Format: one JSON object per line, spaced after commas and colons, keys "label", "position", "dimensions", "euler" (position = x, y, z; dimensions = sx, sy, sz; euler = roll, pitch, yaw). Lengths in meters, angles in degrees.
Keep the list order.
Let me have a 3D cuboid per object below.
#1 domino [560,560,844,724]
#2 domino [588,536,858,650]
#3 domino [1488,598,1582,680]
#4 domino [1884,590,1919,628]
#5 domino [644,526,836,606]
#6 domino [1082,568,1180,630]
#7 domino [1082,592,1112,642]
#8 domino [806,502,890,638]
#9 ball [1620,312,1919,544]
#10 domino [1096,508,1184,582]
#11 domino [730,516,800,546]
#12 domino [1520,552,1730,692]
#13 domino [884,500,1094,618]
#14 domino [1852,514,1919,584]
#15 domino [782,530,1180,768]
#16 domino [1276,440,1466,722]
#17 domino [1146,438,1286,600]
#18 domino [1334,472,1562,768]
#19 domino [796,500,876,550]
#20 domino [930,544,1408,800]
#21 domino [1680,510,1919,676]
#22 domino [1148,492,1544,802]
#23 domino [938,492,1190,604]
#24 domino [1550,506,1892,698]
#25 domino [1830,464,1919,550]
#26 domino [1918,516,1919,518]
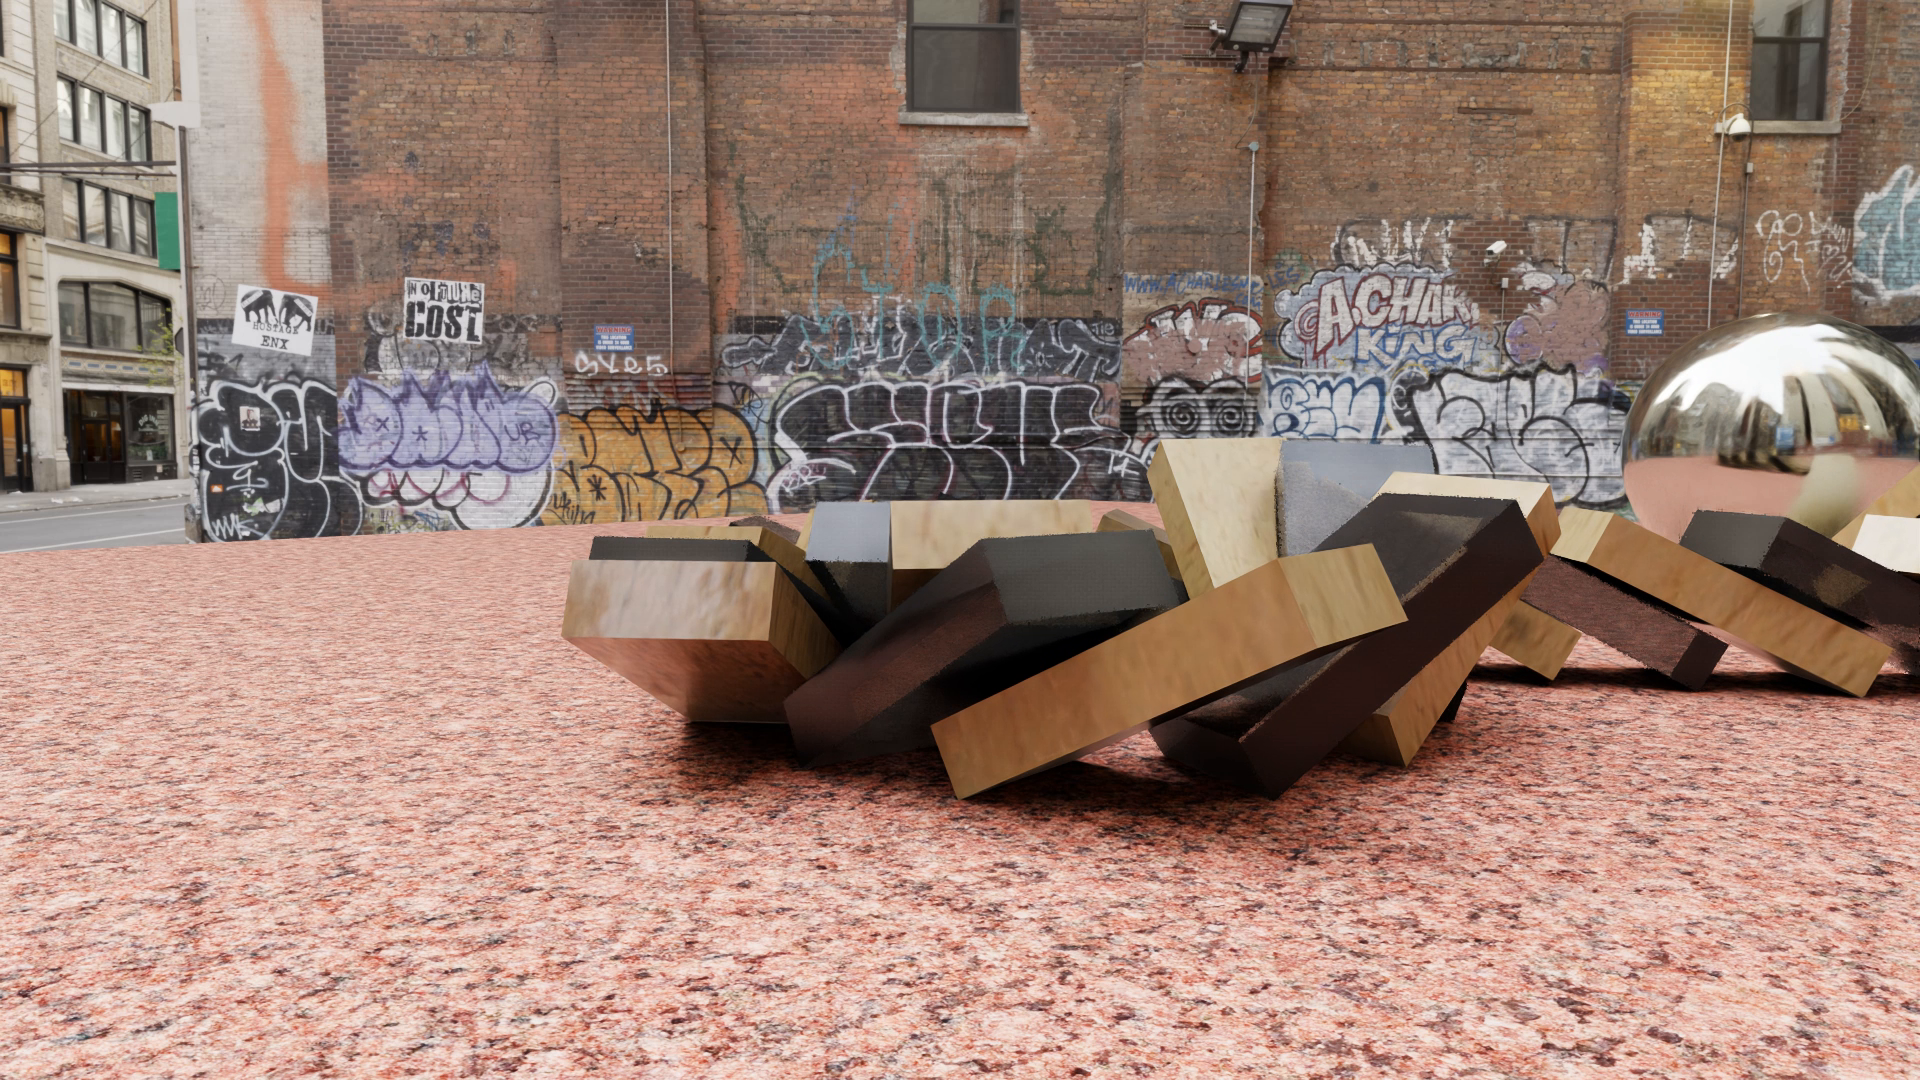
{"label": "domino", "position": [-0.031, 0.015, 0.174], "dimensions": [0.025, 0.010, 0.050], "euler": [1, -19, 7]}
{"label": "domino", "position": [-0.034, 0.013, 0.200], "dimensions": [0.025, 0.009, 0.050], "euler": [2, -20, 19]}
{"label": "domino", "position": [0.089, 0.008, 0.241], "dimensions": [0.050, 0.009, 0.025], "euler": [31, 10, 16]}
{"label": "domino", "position": [0.232, 0.003, 0.280], "dimensions": [0.025, 0.010, 0.050], "euler": [-1, -33, -5]}
{"label": "domino", "position": [-0.030, 0.011, 0.225], "dimensions": [0.025, 0.010, 0.050], "euler": [1, -20, 32]}
{"label": "domino", "position": [0.029, 0.008, 0.264], "dimensions": [0.050, 0.010, 0.025], "euler": [25, 9, 9]}
{"label": "domino", "position": [0.005, 0.009, 0.267], "dimensions": [0.050, 0.010, 0.025], "euler": [23, 9, 10]}
{"label": "domino", "position": [-0.004, 0.010, 0.202], "dimensions": [0.025, 0.010, 0.050], "euler": [1, -27, 13]}
{"label": "ball", "position": [0.235, -0.025, 0.371], "dimensions": [0.080, 0.080, 0.080], "euler": [0, 4, 0]}
{"label": "domino", "position": [0.050, 0.009, 0.253], "dimensions": [0.050, 0.010, 0.025], "euler": [25, 9, 10]}
{"label": "domino", "position": [-0.023, 0.009, 0.263], "dimensions": [0.050, 0.010, 0.025], "euler": [22, 5, 2]}
{"label": "domino", "position": [0.110, 0.009, 0.235], "dimensions": [0.050, 0.010, 0.025], "euler": [29, 10, 10]}
{"label": "domino", "position": [0.002, 0.011, 0.180], "dimensions": [0.025, 0.010, 0.050], "euler": [-1, -29, -5]}
{"label": "domino", "position": [0.181, 0.011, 0.220], "dimensions": [0.050, 0.010, 0.025], "euler": [25, -3, -21]}
{"label": "domino", "position": [0.001, 0.014, 0.159], "dimensions": [0.025, 0.010, 0.050], "euler": [-3, -24, -36]}
{"label": "domino", "position": [0.066, 0.005, 0.210], "dimensions": [0.025, 0.050, 0.010], "euler": [3, -40, 8]}
{"label": "domino", "position": [0.052, 0.004, 0.224], "dimensions": [0.025, 0.050, 0.010], "euler": [-2, -38, -14]}
{"label": "domino", "position": [0.064, 0.009, 0.187], "dimensions": [0.025, 0.009, 0.050], "euler": [9, 45, 48]}
{"label": "domino", "position": [-0.002, 0.009, 0.229], "dimensions": [0.050, 0.010, 0.025], "euler": [28, -16, -26]}
{"label": "domino", "position": [0.023, 0.016, 0.149], "dimensions": [0.050, 0.009, 0.025], "euler": [-31, -16, 36]}
{"label": "domino", "position": [0.156, 0.010, 0.224], "dimensions": [0.050, 0.009, 0.025], "euler": [26, 4, -3]}
{"label": "domino", "position": [0.050, 0.012, 0.170], "dimensions": [0.050, 0.010, 0.025], "euler": [-37, 16, -16]}
{"label": "domino", "position": [0.017, 0.007, 0.236], "dimensions": [0.050, 0.010, 0.025], "euler": [20, -14, 1]}
{"label": "domino", "position": [0.133, 0.010, 0.229], "dimensions": [0.050, 0.010, 0.025], "euler": [27, 7, 5]}
{"label": "domino", "position": [0.229, 0.000, 0.311], "dimensions": [0.025, 0.010, 0.050], "euler": [0, -33, -6]}
{"label": "domino", "position": [0.231, 0.001, 0.296], "dimensions": [0.025, 0.009, 0.050], "euler": [0, -33, -6]}
